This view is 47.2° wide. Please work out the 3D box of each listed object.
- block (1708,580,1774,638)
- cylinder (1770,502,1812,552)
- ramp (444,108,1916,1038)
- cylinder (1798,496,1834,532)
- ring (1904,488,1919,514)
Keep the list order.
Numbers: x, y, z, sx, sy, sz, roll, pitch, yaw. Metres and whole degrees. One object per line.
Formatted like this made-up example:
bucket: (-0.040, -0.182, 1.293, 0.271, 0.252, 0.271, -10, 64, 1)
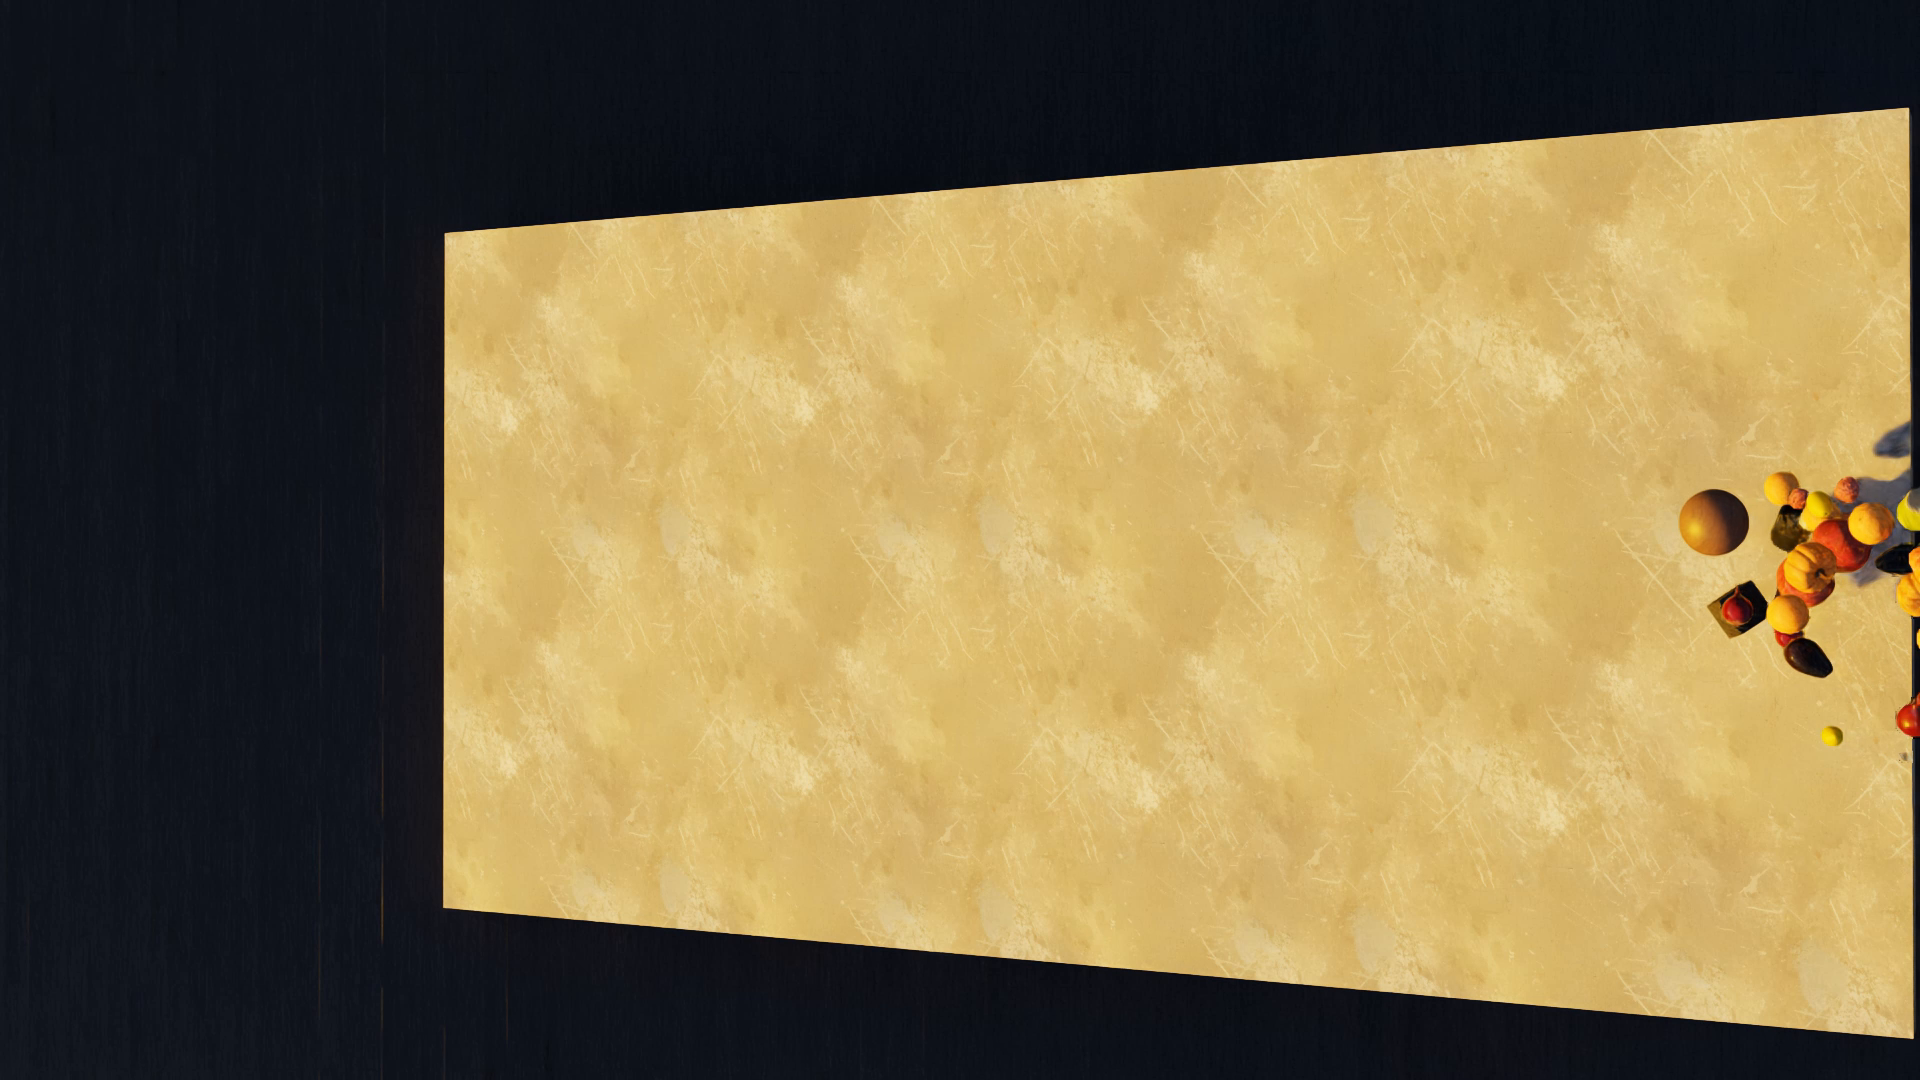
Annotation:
block: (1.680, 0.150, 4.733, 0.085, 0.085, 0.085, -32, 82, -4)
cylinder: (1.812, -0.028, 4.780, 0.078, 0.078, 0.078, -1, 51, 1)
ramp: (0.279, 0.079, 5.668, 4.000, 0.100, 2.000, 0, 89, 27)
cylinder: (1.830, -0.055, 4.702, 0.057, 0.057, 0.057, 9, 118, 0)
ring: (1.691, -0.066, 3.782, 0.122, 0.122, 0.041, 5, 84, 0)
